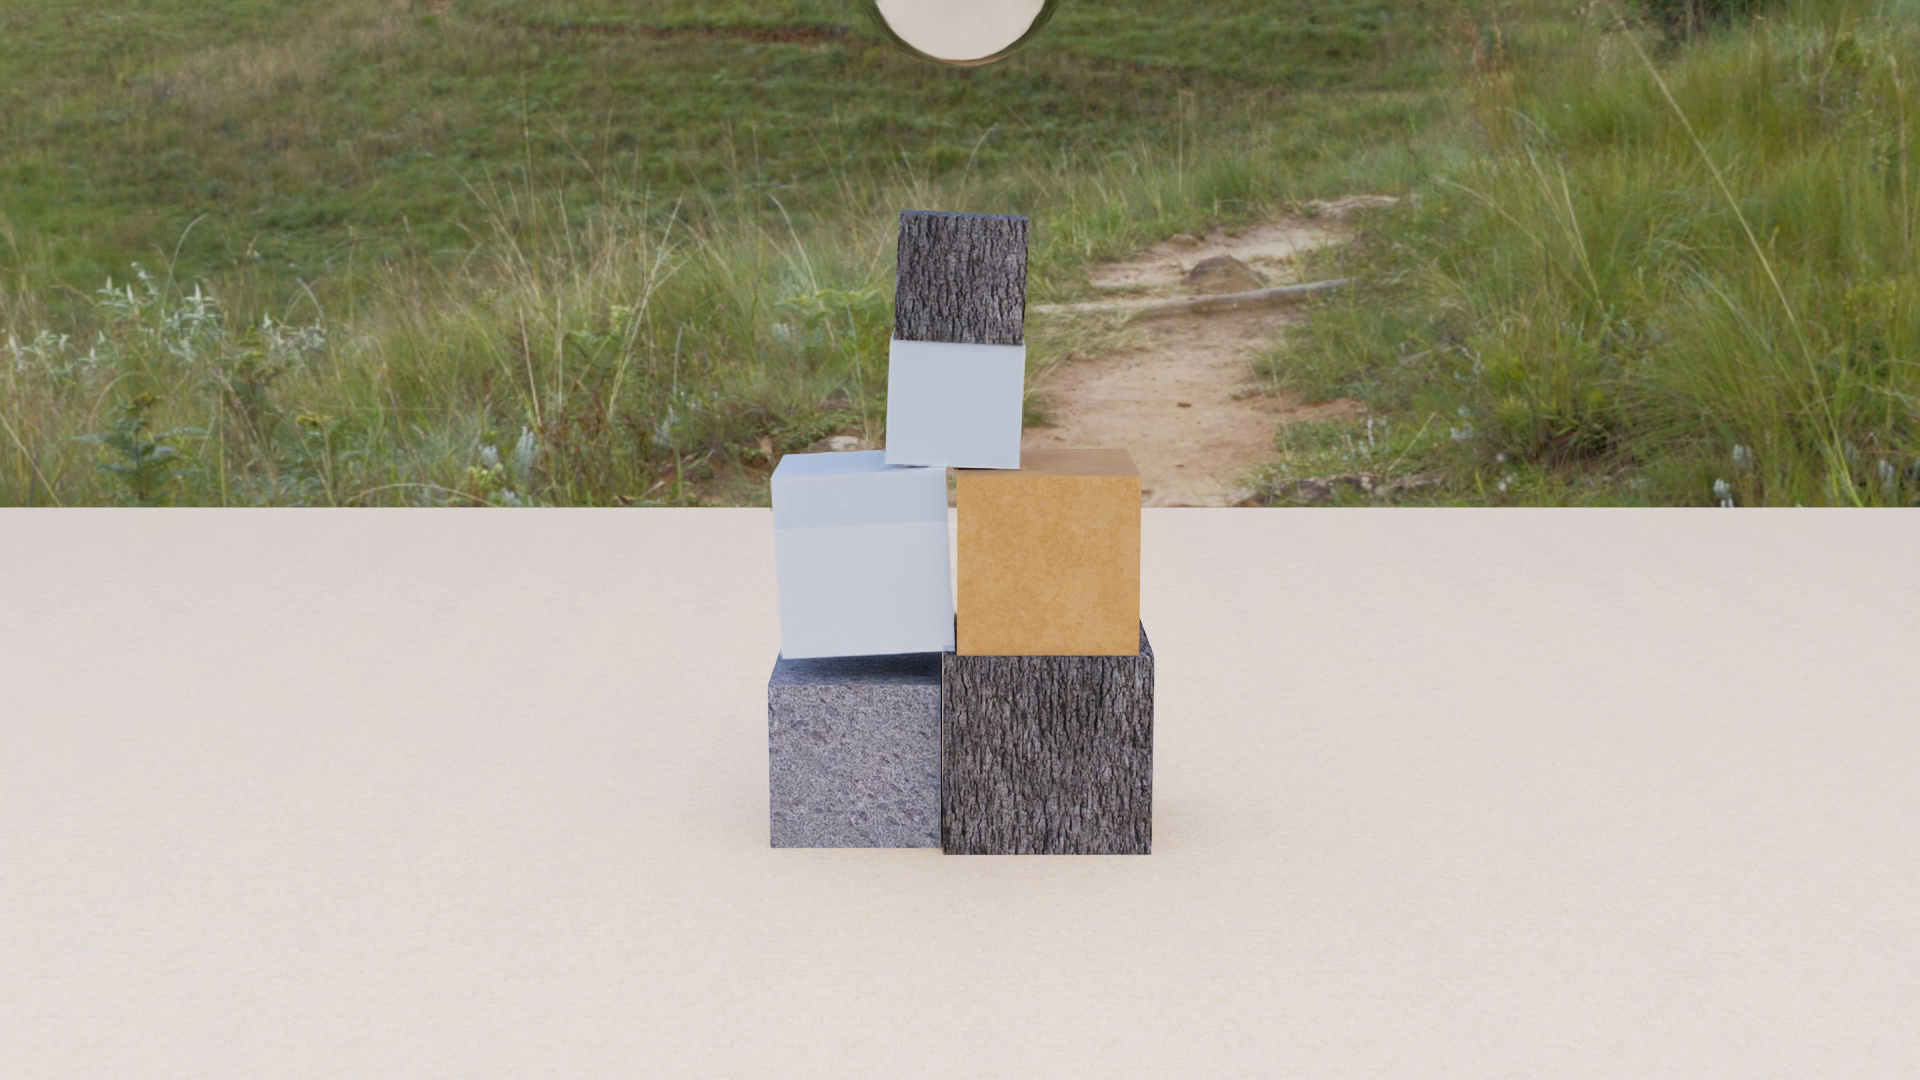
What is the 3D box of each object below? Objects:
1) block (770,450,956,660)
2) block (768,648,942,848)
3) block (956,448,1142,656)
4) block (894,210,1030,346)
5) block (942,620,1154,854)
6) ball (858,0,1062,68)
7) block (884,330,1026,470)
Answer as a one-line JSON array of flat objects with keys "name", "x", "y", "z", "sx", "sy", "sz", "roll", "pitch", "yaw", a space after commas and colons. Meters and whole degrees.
[{"name": "block", "x": -0.475, "y": 0.051, "z": 11.209, "sx": 0.854, "sy": 0.907, "sz": 0.811, "roll": -3, "pitch": 10, "yaw": 1}, {"name": "block", "x": -0.524, "y": 1.058, "z": 11.393, "sx": 0.859, "sy": 0.842, "sz": 0.854, "roll": 0, "pitch": 10, "yaw": 0}, {"name": "block", "x": 0.432, "y": 0.043, "z": 11.183, "sx": 0.894, "sy": 0.892, "sz": 0.948, "roll": 0, "pitch": 10, "yaw": 0}, {"name": "block", "x": 0.006, "y": -1.312, "z": 10.933, "sx": 0.630, "sy": 0.604, "sz": 0.607, "roll": 3, "pitch": 10, "yaw": -1}, {"name": "block", "x": 0.435, "y": 0.979, "z": 11.355, "sx": 1.037, "sy": 1.011, "sz": 1.016, "roll": 0, "pitch": 10, "yaw": 0}, {"name": "ball", "x": 0.000, "y": -4.180, "z": 15.660, "sx": 1.600, "sy": 1.600, "sz": 1.600, "roll": 0, "pitch": 10, "yaw": 0}, {"name": "block", "x": -0.025, "y": -0.716, "z": 11.057, "sx": 0.661, "sy": 0.614, "sz": 0.608, "roll": 3, "pitch": 10, "yaw": 0}]
